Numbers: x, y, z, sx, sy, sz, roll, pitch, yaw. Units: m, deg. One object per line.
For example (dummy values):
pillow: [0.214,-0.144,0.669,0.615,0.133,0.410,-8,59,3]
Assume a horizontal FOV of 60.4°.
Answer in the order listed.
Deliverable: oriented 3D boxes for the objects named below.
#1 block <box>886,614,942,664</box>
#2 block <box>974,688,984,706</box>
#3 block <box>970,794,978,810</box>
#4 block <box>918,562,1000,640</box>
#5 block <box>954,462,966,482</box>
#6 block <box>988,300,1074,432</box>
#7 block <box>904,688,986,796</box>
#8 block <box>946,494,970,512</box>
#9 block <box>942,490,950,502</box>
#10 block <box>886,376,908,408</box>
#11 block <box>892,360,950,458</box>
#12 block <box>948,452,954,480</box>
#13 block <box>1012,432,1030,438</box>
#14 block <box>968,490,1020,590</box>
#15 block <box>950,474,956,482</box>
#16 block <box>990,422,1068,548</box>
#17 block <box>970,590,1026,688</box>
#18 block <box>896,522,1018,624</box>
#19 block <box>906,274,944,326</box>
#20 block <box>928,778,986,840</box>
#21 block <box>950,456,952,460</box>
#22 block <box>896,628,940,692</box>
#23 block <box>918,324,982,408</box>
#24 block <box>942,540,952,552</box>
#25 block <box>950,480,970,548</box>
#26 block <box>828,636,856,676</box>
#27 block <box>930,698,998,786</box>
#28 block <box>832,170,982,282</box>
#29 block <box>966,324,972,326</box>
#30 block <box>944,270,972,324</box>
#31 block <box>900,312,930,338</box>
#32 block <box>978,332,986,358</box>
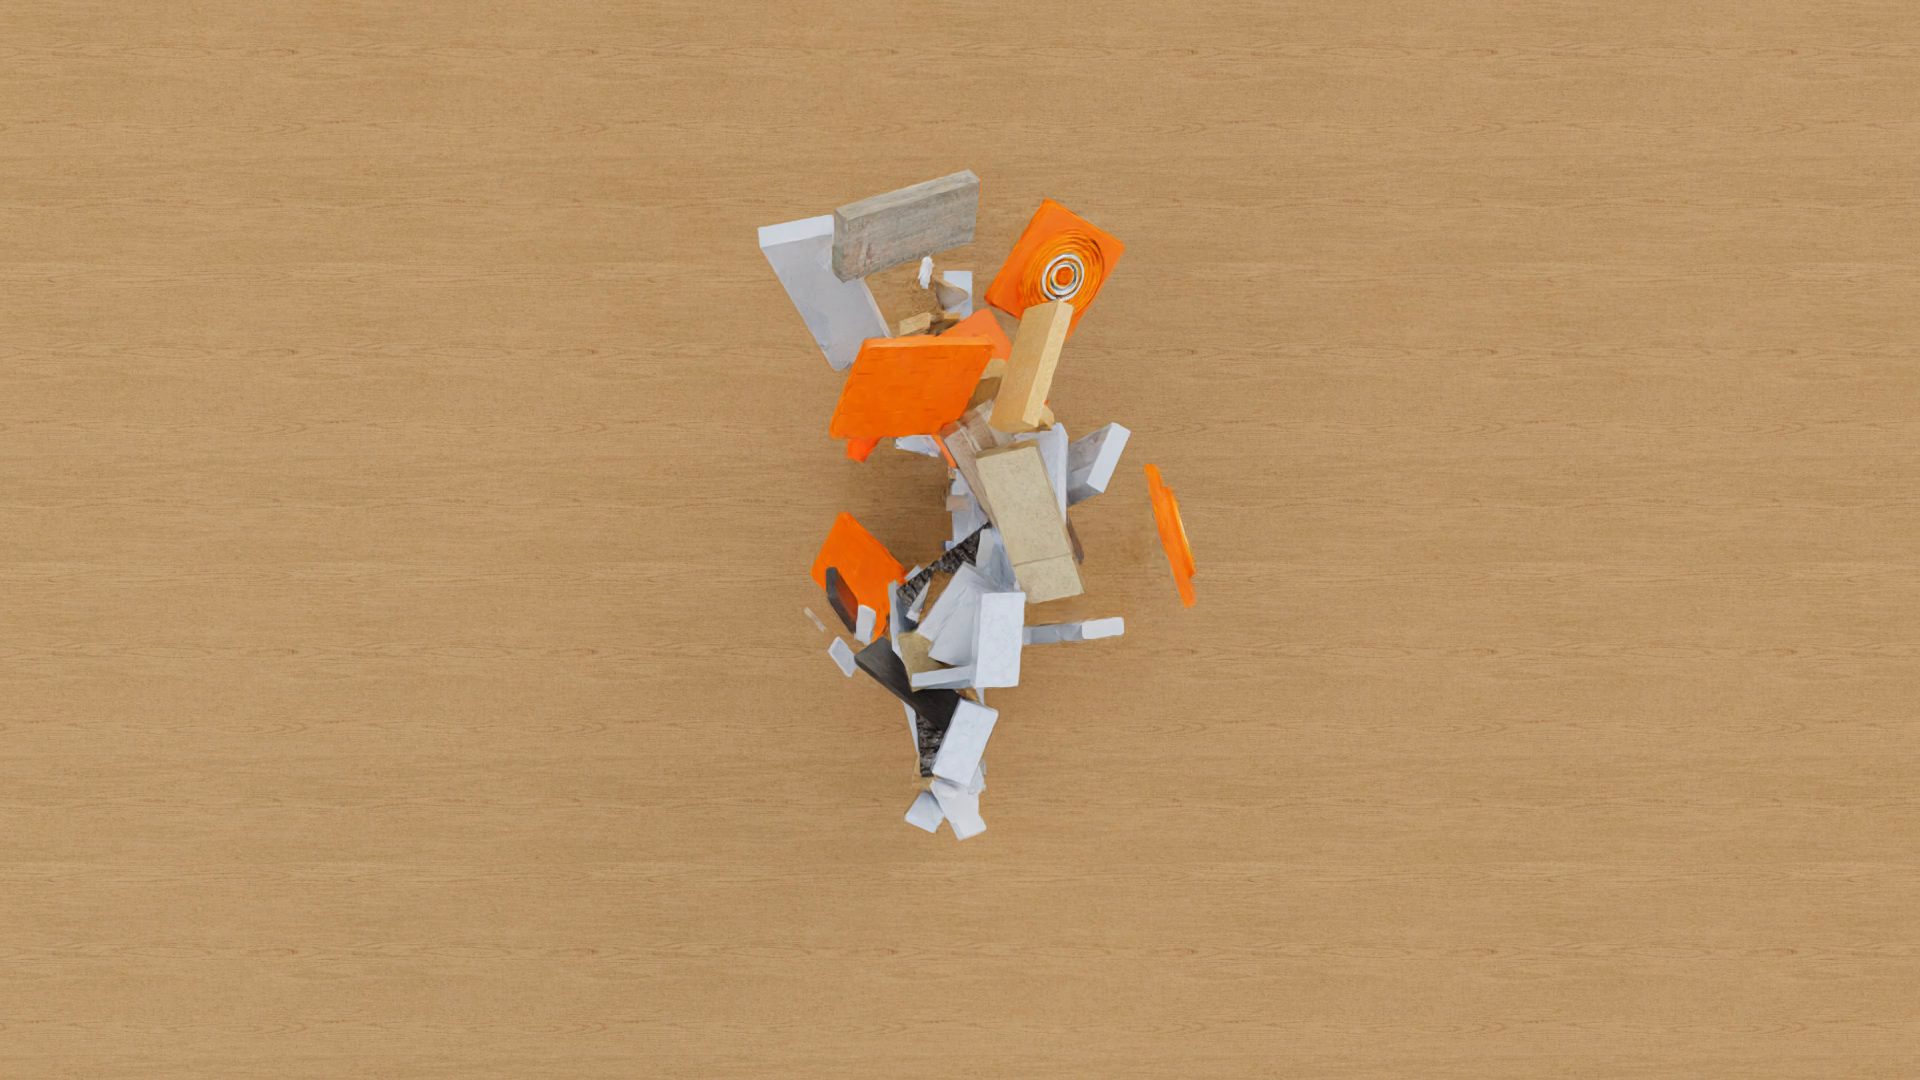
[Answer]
block: [-0.116,0.293,4.731,0.108,0.031,0.217,-26,97,8]
block: [0.002,0.413,5.194,0.143,0.040,0.285,0,90,0]
block: [-0.002,0.750,5.246,0.118,0.034,0.237,0,90,0]
block: [-0.004,0.172,4.179,0.110,0.031,0.220,32,110,-7]
block: [0.009,-0.238,5.194,0.056,0.016,0.112,-6,90,-4]
block: [0.163,-0.400,3.802,0.042,0.149,0.299,24,77,-27]
block: [-0.043,0.538,4.361,0.148,0.042,0.295,-15,69,-5]
block: [0.074,-0.114,5.043,0.170,0.340,0.048,-1,90,-11]
block: [0.016,-0.147,5.370,0.123,0.246,0.035,-2,90,-7]
block: [-0.150,-0.475,5.130,0.140,0.020,0.070,-26,86,-6]
block: [-0.097,-0.356,4.460,0.120,0.034,0.240,12,85,-14]
block: [0.002,-0.273,5.327,0.081,0.023,0.161,-1,90,0]
block: [0.162,-0.144,4.508,0.153,0.043,0.305,-15,89,-8]
block: [0.113,-0.002,4.855,0.170,0.048,0.340,1,91,-12]
block: [-0.002,-0.196,5.259,0.056,0.112,0.016,-1,87,-1]
block: [0.178,-0.141,4.181,0.178,0.356,0.050,-18,129,20]
block: [0.092,0.240,4.031,0.117,0.033,0.235,0,100,-26]
block: [0.015,0.106,4.447,0.343,0.049,0.171,-37,84,2]
block: [-0.097,-0.665,4.577,0.072,0.020,0.144,-15,82,12]
block: [-0.005,0.678,4.195,0.023,0.081,0.163,-48,64,40]
block: [-0.001,-0.271,5.258,0.056,0.112,0.016,-3,86,-4]
block: [-0.104,0.309,4.304,0.087,0.025,0.175,-18,123,-8]
block: [-0.043,-0.457,4.760,0.167,0.047,0.334,8,91,1]
block: [0.008,0.017,5.373,0.123,0.246,0.035,-1,90,-4]
block: [0.036,-0.065,5.228,0.123,0.035,0.246,-1,91,-11]
block: [-0.324,0.325,4.590,0.108,0.015,0.054,56,48,-35]
block: [0.011,0.511,4.183,0.102,0.029,0.204,21,98,-10]
block: [-0.121,-0.706,3.706,0.347,0.173,0.049,-22,54,-24]
block: [-0.004,-0.725,5.414,0.085,0.171,0.024,0,90,0]
block: [-0.005,-0.782,5.317,0.086,0.024,0.171,-1,90,0]
block: [-0.121,-0.581,4.450,0.091,0.013,0.045,-17,63,28]
block: [-0.003,-0.609,5.141,0.167,0.716,0.047,3,94,0]
